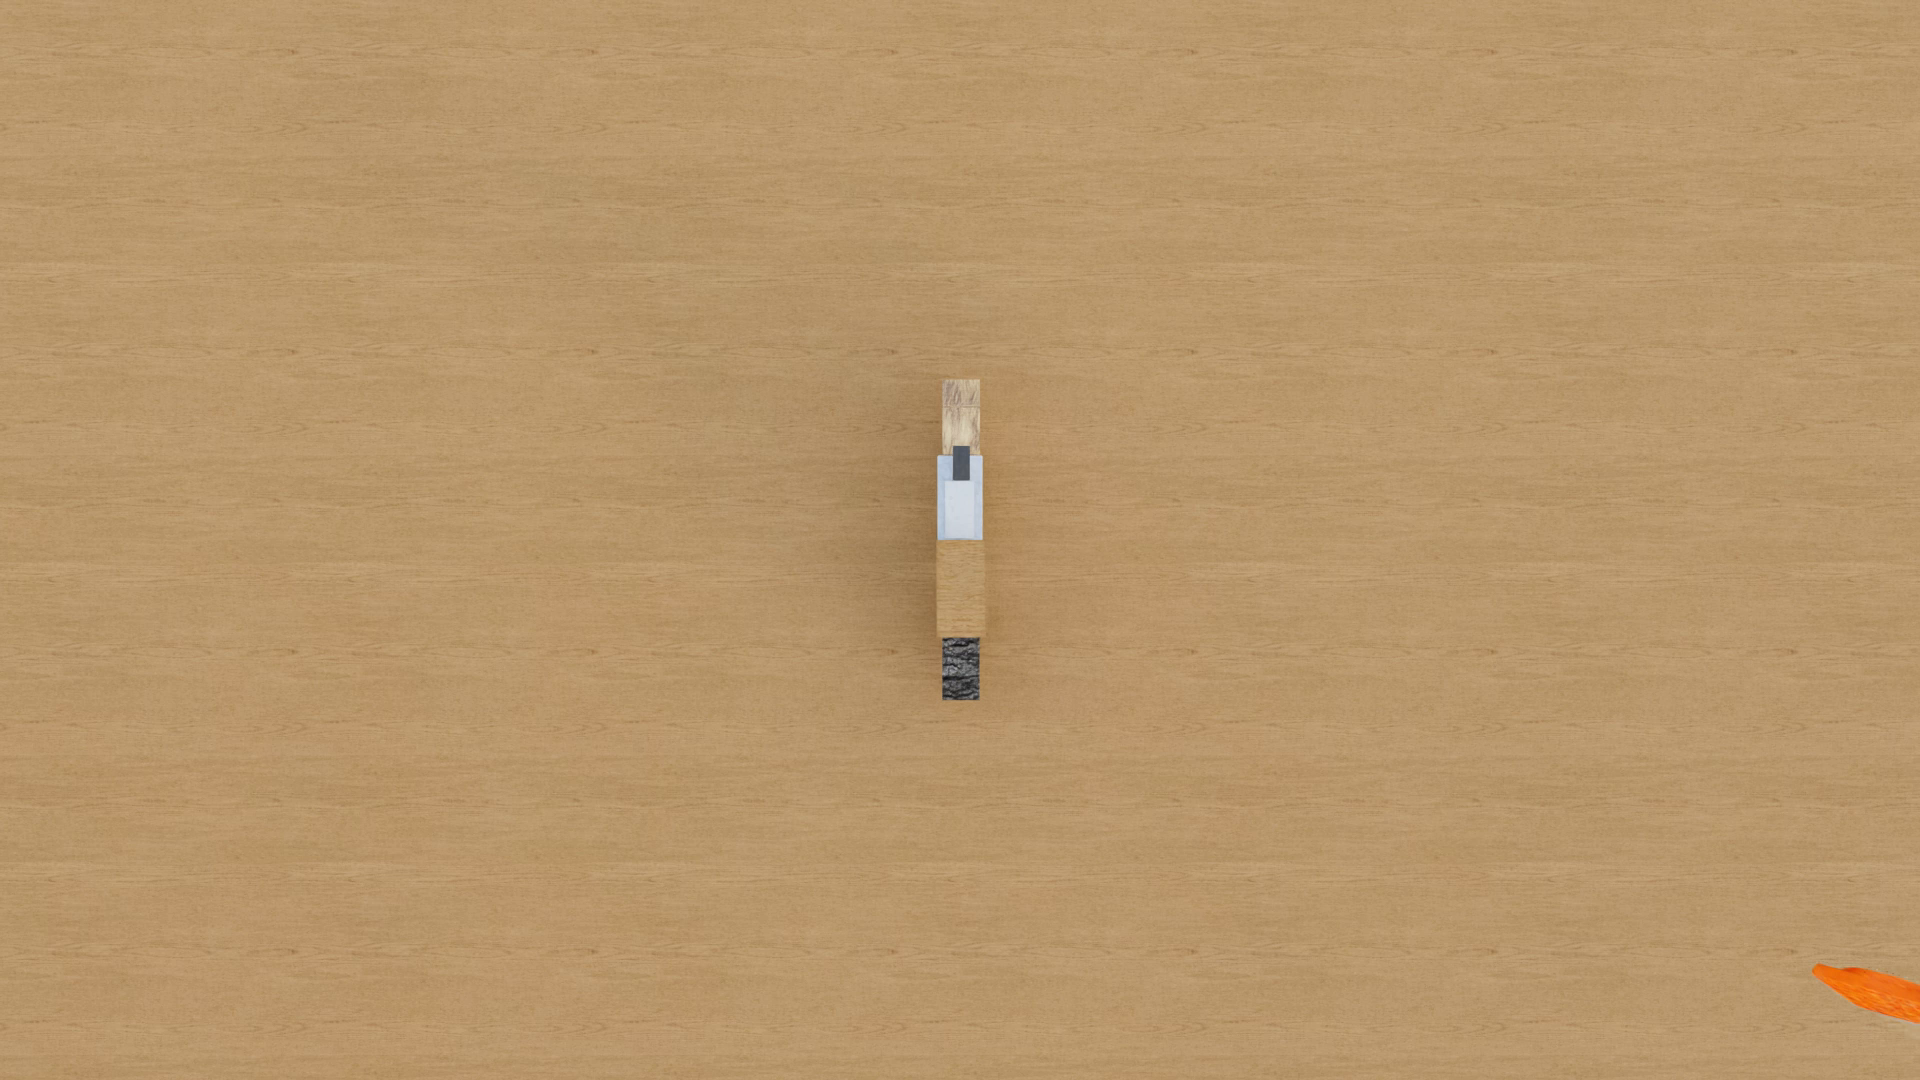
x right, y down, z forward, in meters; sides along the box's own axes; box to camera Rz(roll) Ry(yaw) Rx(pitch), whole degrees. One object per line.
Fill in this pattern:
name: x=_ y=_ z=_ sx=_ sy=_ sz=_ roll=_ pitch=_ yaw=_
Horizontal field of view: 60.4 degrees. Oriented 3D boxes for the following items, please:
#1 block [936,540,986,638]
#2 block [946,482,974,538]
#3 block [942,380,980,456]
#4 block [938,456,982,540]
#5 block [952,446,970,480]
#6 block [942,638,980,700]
block: x=0.003 y=0.145 z=4.910 sx=0.144 sy=0.041 sz=0.289 roll=0 pitch=90 yaw=0
block: x=-0.001 y=-0.091 z=4.992 sx=0.086 sy=0.024 sz=0.173 roll=0 pitch=90 yaw=0
block: x=0.004 y=-0.390 z=5.245 sx=0.119 sy=0.034 sz=0.239 roll=0 pitch=90 yaw=0
block: x=0.000 y=-0.124 z=5.197 sx=0.141 sy=0.040 sz=0.283 roll=0 pitch=90 yaw=0
block: x=0.004 y=-0.236 z=5.064 sx=0.053 sy=0.015 sz=0.106 roll=0 pitch=90 yaw=0
block: x=0.003 y=0.391 z=5.247 sx=0.118 sy=0.033 sz=0.236 roll=0 pitch=90 yaw=0
